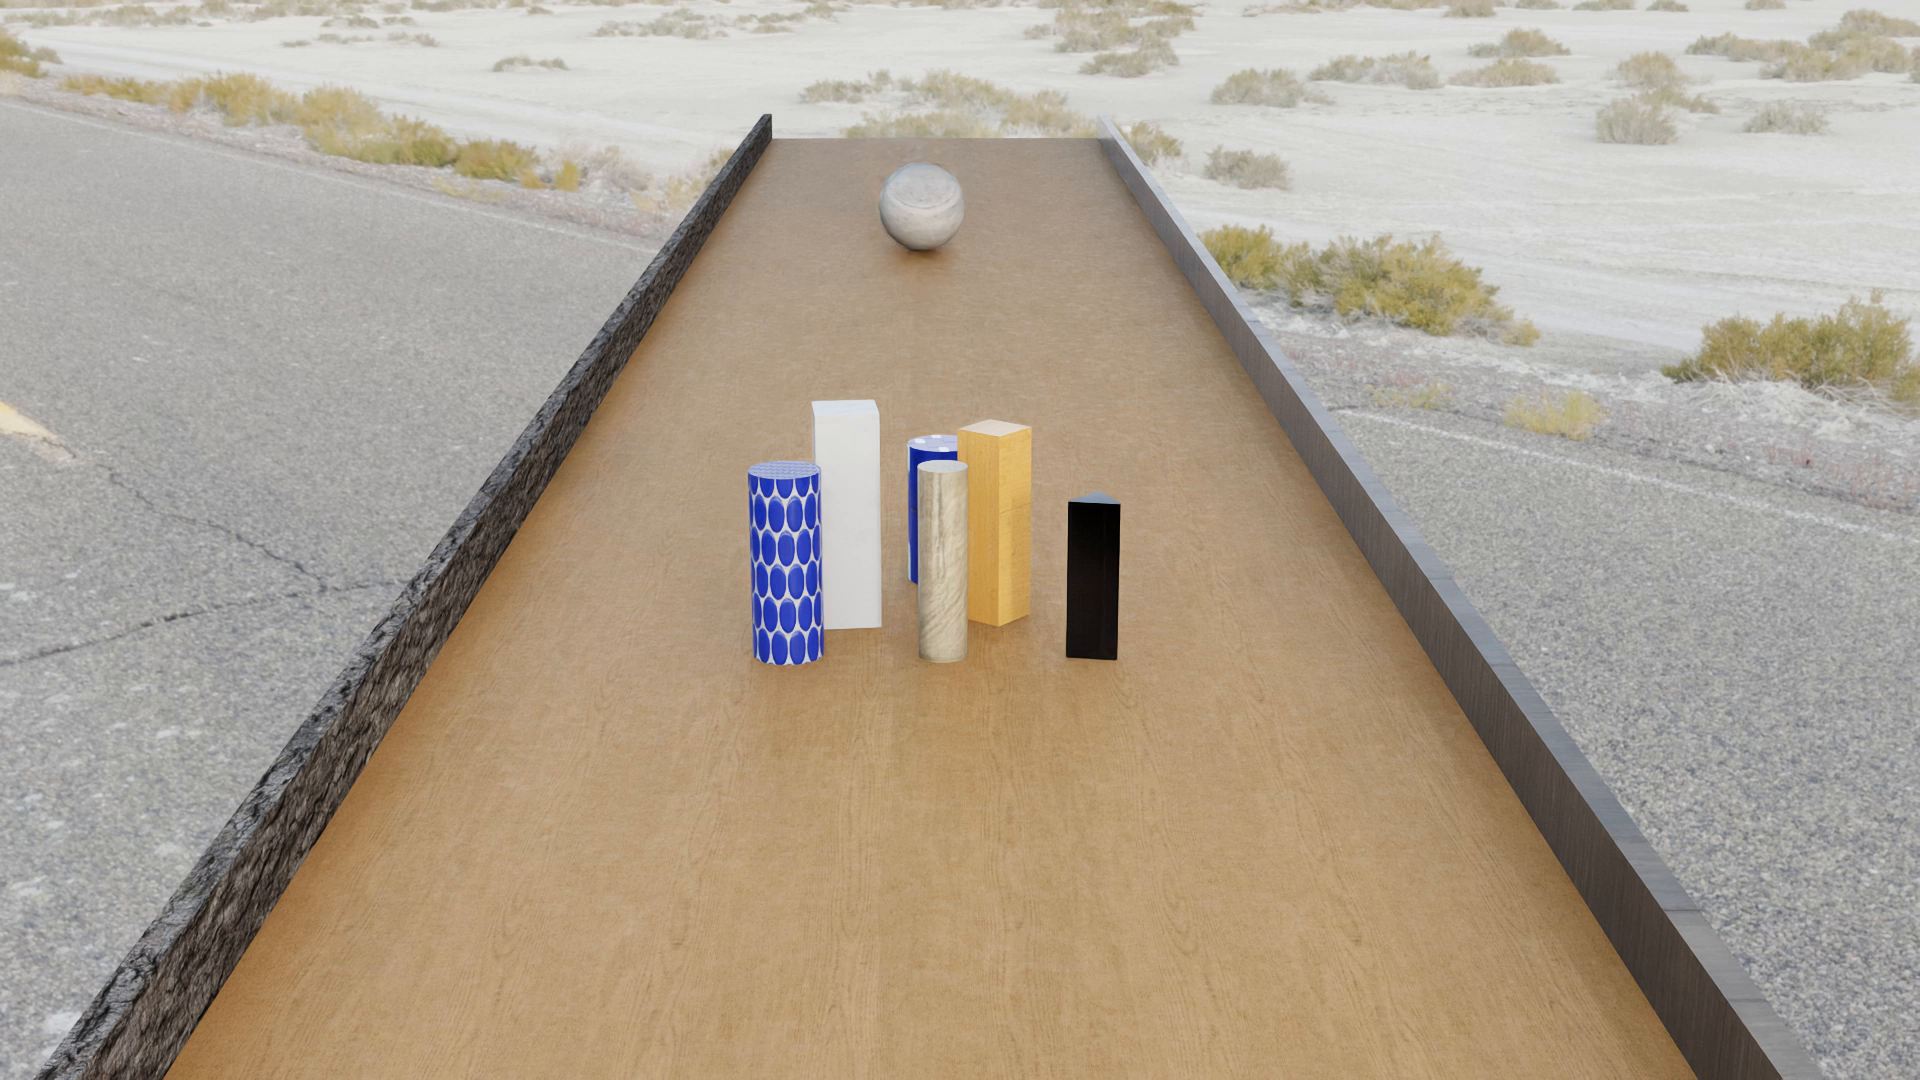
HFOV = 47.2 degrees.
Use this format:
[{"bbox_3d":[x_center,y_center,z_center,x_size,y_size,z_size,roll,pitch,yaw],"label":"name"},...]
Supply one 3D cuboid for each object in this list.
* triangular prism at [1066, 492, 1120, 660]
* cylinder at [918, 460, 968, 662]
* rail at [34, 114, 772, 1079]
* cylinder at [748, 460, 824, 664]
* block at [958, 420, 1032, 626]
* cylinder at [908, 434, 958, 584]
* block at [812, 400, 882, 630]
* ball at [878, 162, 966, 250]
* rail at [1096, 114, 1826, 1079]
[{"bbox_3d":[0.272,0.070,4.419,0.102,0.326,0.088,3,17,10],"label":"triangular prism"},{"bbox_3d":[-0.034,0.043,4.392,0.100,0.393,0.100,0,17,0],"label":"cylinder"},{"bbox_3d":[-1.118,-0.838,7.780,0.050,0.150,12.000,0,17,-1],"label":"rail"},{"bbox_3d":[-0.347,0.045,4.402,0.145,0.384,0.145,0,17,0],"label":"cylinder"},{"bbox_3d":[0.072,-0.037,4.631,0.110,0.410,0.110,13,21,37],"label":"block"},{"bbox_3d":[-0.040,-0.066,4.905,0.154,0.310,0.154,0,17,0],"label":"cylinder"},{"bbox_3d":[-0.237,-0.053,4.601,0.132,0.459,0.132,-2,17,-7],"label":"block"},{"bbox_3d":[-0.160,-1.416,9.339,0.370,0.370,0.370,0,17,0],"label":"ball"},{"bbox_3d":[0.932,-0.844,7.801,0.050,0.150,12.000,0,17,-1],"label":"rail"}]
